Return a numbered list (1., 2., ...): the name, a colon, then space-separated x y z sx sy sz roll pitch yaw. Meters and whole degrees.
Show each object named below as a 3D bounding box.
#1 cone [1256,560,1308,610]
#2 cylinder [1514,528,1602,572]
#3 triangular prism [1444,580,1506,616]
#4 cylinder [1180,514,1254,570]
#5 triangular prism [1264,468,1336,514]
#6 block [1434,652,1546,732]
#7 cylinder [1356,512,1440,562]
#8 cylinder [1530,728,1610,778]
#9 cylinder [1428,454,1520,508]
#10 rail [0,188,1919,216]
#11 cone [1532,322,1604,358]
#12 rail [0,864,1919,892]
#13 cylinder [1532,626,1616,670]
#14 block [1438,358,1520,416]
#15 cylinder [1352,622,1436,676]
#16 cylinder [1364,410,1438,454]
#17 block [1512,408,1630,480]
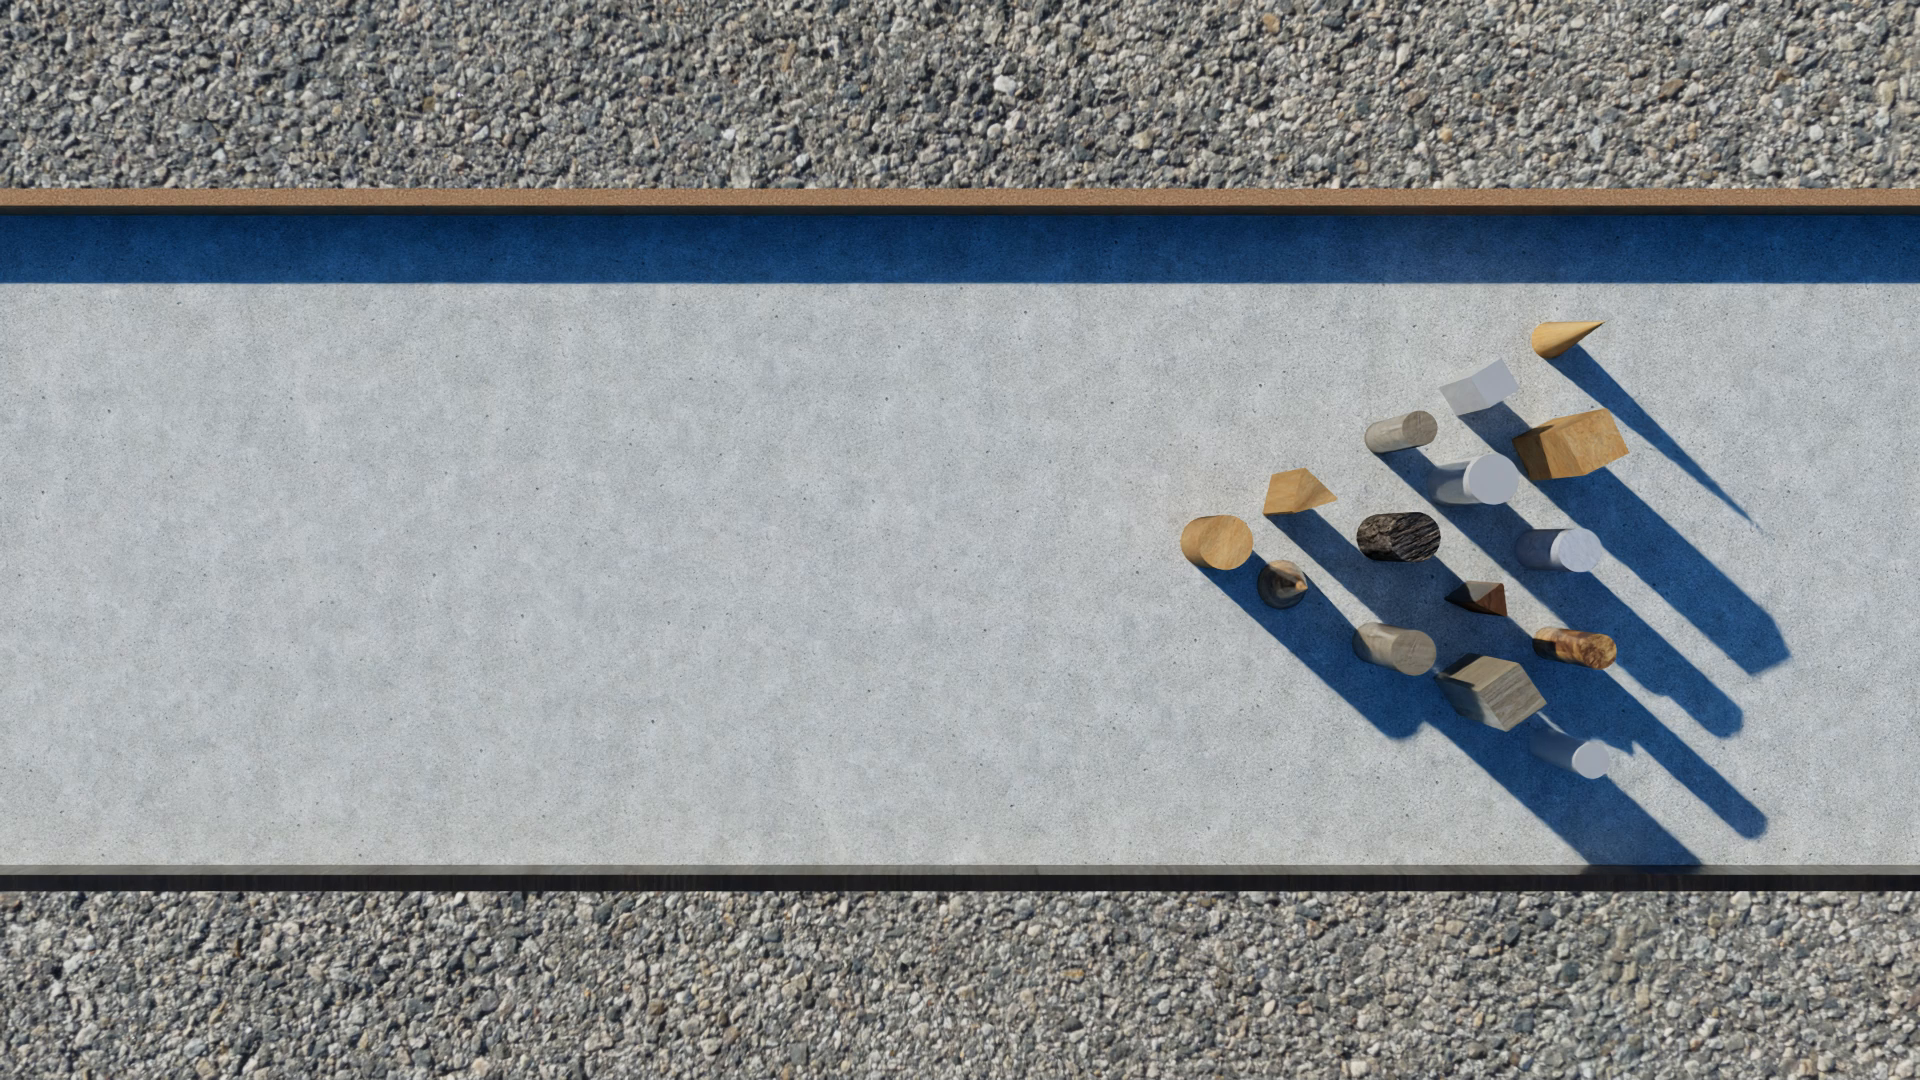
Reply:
1. cone: 0.991 0.138 4.884 0.154 0.385 0.154 0 90 0
2. cylinder: 1.770 0.029 4.892 0.125 0.369 0.125 0 90 0
3. triangular prism: 1.551 0.163 4.918 0.095 0.316 0.083 24 90 0
4. cylinder: 0.757 0.006 4.887 0.157 0.378 0.157 0 90 0
5. triangular prism: 0.979 -0.149 4.848 0.129 0.458 0.112 -16 90 0
6. block: 1.550 0.442 4.850 0.138 0.452 0.138 -35 90 0
7. cylinder: 1.292 -0.008 4.878 0.144 0.397 0.144 0 90 0
8. cylinder: 1.802 0.630 4.889 0.101 0.376 0.101 0 90 0
9. cylinder: 1.510 -0.172 4.871 0.144 0.411 0.144 0 90 0
10. rail: -2.247 -1.025 5.002 12.000 0.150 0.050 0 90 0
11. cone: 1.815 -0.614 4.853 0.113 0.447 0.113 0 90 0
12. rail: -2.247 1.025 5.001 12.000 0.150 0.050 0 90 0
13. cylinder: 1.813 0.317 4.879 0.102 0.396 0.102 0 90 0
14. block: 1.544 -0.453 4.915 0.104 0.323 0.104 -32 90 0
15. cylinder: 1.270 0.316 4.847 0.128 0.459 0.128 0 90 0
16. cylinder: 1.294 -0.314 4.859 0.100 0.434 0.100 0 90 0
17. block: 1.791 -0.277 4.861 0.142 0.431 0.142 -26 90 0
